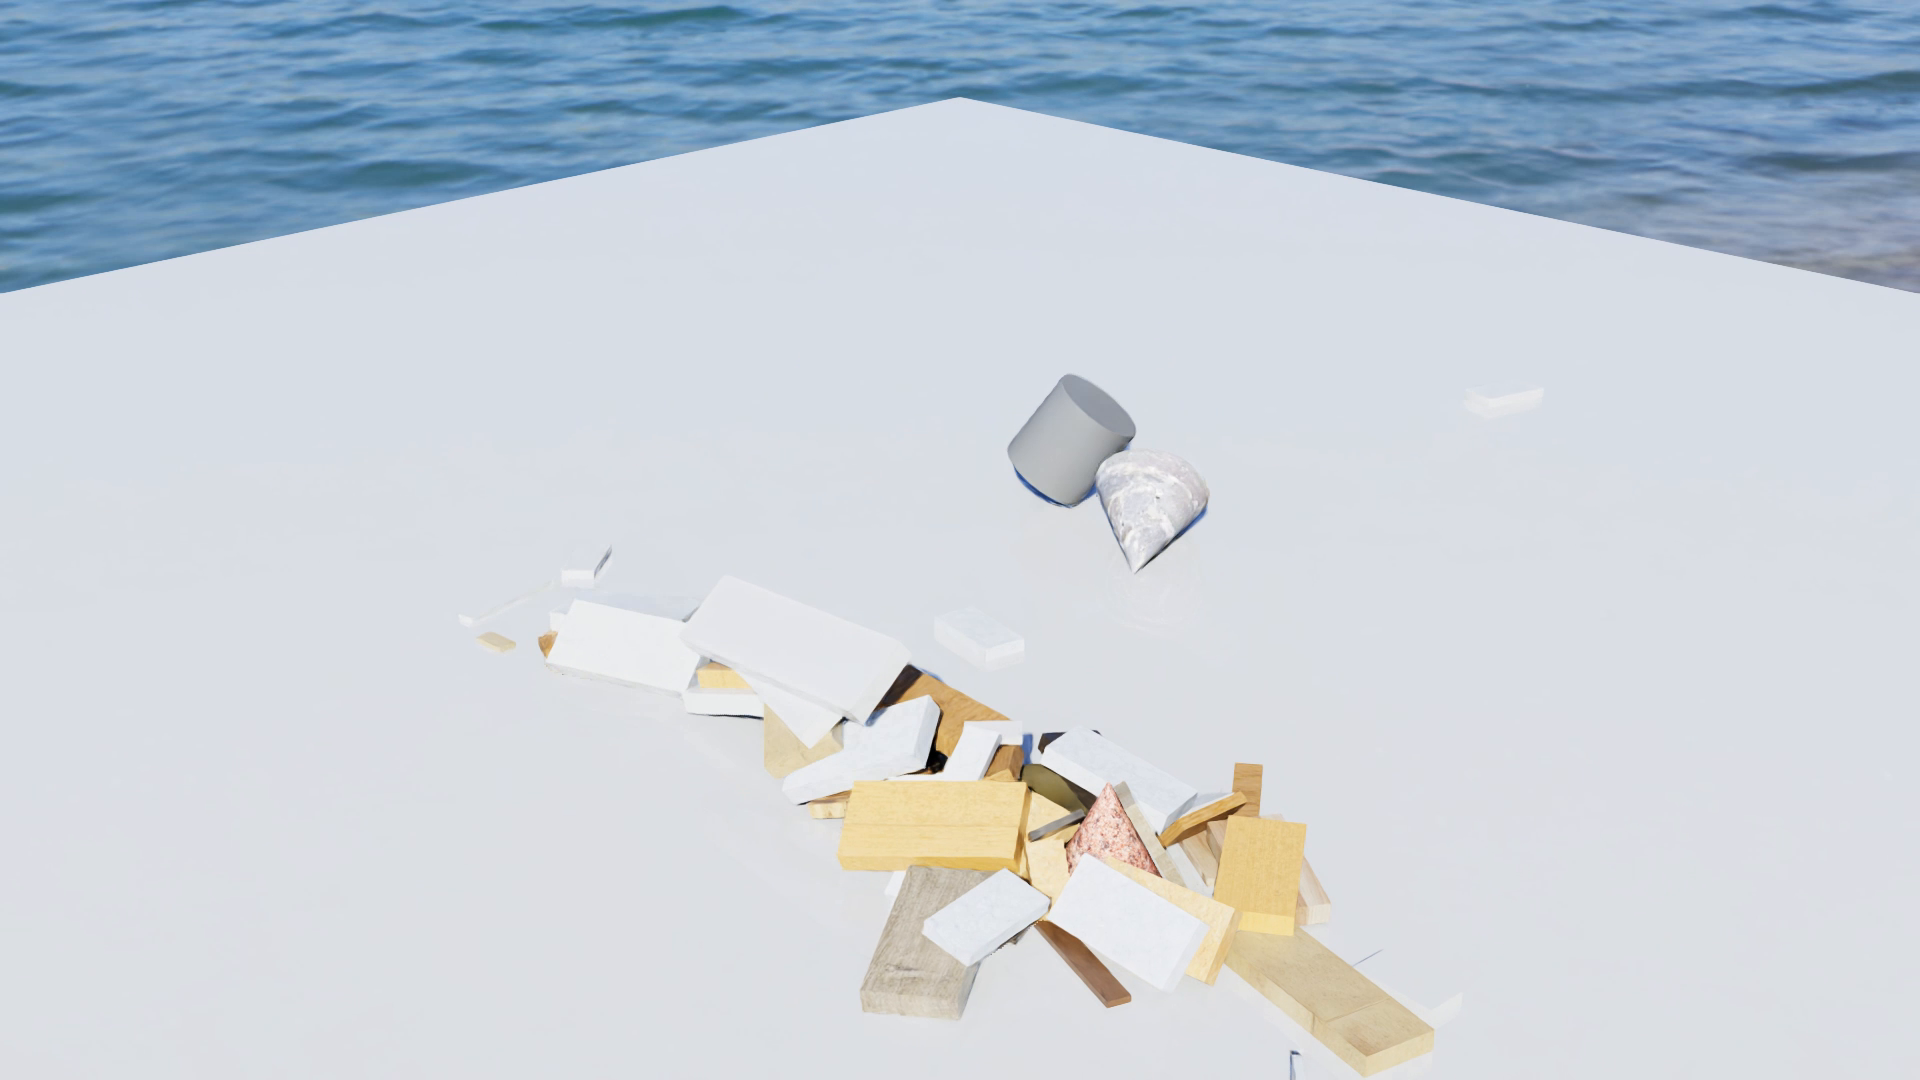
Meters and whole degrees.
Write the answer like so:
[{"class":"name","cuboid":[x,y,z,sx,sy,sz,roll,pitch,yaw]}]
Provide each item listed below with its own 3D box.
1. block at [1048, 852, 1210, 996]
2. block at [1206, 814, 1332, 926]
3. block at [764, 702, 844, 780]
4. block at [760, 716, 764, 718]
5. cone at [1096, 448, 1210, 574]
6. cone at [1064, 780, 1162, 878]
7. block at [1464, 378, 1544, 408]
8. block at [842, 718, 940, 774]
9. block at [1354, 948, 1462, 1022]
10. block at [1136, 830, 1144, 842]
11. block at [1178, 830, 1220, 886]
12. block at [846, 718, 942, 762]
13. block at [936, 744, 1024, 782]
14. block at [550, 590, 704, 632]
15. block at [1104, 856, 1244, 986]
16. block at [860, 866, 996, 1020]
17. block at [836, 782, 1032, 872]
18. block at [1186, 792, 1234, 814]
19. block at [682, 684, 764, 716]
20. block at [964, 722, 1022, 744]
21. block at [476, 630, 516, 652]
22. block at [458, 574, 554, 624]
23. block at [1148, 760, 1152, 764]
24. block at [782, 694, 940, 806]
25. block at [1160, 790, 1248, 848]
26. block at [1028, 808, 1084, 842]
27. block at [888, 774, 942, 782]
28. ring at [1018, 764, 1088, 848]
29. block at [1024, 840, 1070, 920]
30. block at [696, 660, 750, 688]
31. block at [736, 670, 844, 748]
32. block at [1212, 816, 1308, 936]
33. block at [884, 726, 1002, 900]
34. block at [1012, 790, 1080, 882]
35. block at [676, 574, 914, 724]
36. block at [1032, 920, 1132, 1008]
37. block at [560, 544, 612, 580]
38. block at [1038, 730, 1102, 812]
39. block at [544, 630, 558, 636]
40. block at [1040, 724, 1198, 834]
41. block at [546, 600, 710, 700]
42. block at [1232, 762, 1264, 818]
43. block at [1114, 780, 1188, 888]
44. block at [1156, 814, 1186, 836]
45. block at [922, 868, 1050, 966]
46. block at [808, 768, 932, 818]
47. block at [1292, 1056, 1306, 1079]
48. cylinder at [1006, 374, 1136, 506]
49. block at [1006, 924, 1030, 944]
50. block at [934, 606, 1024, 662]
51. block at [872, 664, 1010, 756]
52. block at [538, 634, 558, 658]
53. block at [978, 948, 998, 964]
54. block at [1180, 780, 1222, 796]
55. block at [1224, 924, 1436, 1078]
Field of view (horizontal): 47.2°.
[{"class":"block","cuboid":[0.300,0.687,3.951,0.279,0.139,0.040,26,-8,40]},{"class":"block","cuboid":[0.584,0.629,4.181,0.149,0.042,0.299,-6,28,-9]},{"class":"block","cuboid":[-0.327,0.329,4.547,0.160,0.045,0.320,-25,42,18]},{"class":"block","cuboid":[-0.415,0.368,4.835,0.070,0.020,0.140,-20,19,-37]},{"class":"cone","cuboid":[0.469,-0.023,5.643,0.299,0.299,0.299,6,50,13]},{"class":"cone","cuboid":[0.277,0.558,4.136,0.242,0.242,0.242,0,23,0]},{"class":"block","cuboid":[1.680,-0.453,6.788,0.219,0.031,0.109,-12,26,-26]},{"class":"block","cuboid":[-0.160,0.413,4.582,0.116,0.033,0.231,-22,56,-41]},{"class":"block","cuboid":[0.789,0.785,3.880,0.087,0.025,0.174,-18,29,-37]},{"class":"block","cuboid":[0.367,0.569,4.359,0.014,0.048,0.096,19,30,41]},{"class":"block","cuboid":[0.465,0.597,4.333,0.059,0.017,0.290,-6,24,-13]},{"class":"block","cuboid":[-0.152,0.379,4.571,0.231,0.033,0.116,43,43,23]},{"class":"block","cuboid":[-0.004,0.491,4.392,0.266,0.038,0.133,-24,15,16]},{"class":"block","cuboid":[-0.779,0.178,5.181,0.330,0.047,0.165,4,19,19]},{"class":"block","cuboid":[0.361,0.686,3.973,0.279,0.140,0.040,18,-10,36]},{"class":"block","cuboid":[-0.048,0.716,3.937,0.173,0.049,0.347,2,31,14]},{"class":"block","cuboid":[-0.048,0.546,4.194,0.347,0.049,0.173,-2,47,16]},{"class":"block","cuboid":[0.478,0.532,4.398,0.143,0.020,0.072,-12,2,-44]},{"class":"block","cuboid":[-0.429,0.330,4.791,0.330,0.047,0.165,-2,16,38]},{"class":"block","cuboid":[0.067,0.387,4.411,0.117,0.017,0.058,0,29,1]},{"class":"block","cuboid":[-1.094,0.240,5.179,0.091,0.013,0.045,18,29,37]},{"class":"block","cuboid":[-1.112,0.144,5.406,0.045,0.013,0.282,15,27,31]},{"class":"block","cuboid":[0.333,0.498,4.522,0.072,0.020,0.143,-18,9,38]},{"class":"block","cuboid":[-0.199,0.424,4.429,0.320,0.045,0.160,-19,34,28]},{"class":"block","cuboid":[0.476,0.549,4.317,0.174,0.087,0.025,-18,67,-35]},{"class":"block","cuboid":[0.181,0.539,4.134,0.110,0.016,0.055,-23,-15,-9]},{"class":"block","cuboid":[-0.082,0.490,4.318,0.117,0.017,0.059,-3,52,-3]},{"class":"ring","cuboid":[0.161,0.542,4.358,0.300,0.100,0.300,-1,24,0]},{"class":"block","cuboid":[0.167,0.633,4.096,0.073,0.021,0.147,-3,61,-11]},{"class":"block","cuboid":[-0.400,0.279,4.785,0.333,0.042,0.147,-2,16,38]},{"class":"block","cuboid":[-0.350,0.273,4.546,0.160,0.045,0.384,-44,40,-6]},{"class":"block","cuboid":[0.560,0.622,4.102,0.149,0.042,0.299,5,28,11]},{"class":"block","cuboid":[-0.030,0.530,4.253,0.073,0.021,0.409,10,52,24]},{"class":"block","cuboid":[0.091,0.595,4.172,0.133,0.038,0.266,26,56,37]},{"class":"block","cuboid":[-0.348,0.217,4.520,0.585,0.049,0.173,18,65,46]},{"class":"block","cuboid":[0.194,0.736,4.008,0.048,0.014,0.400,-10,25,-23]},{"class":"block","cuboid":[-0.951,0.055,5.601,0.084,0.024,0.167,3,23,6]},{"class":"block","cuboid":[0.277,0.471,4.355,0.133,0.038,0.266,0,31,-31]},{"class":"block","cuboid":[-0.940,0.234,5.193,0.045,0.013,0.091,-19,30,-38]},{"class":"block","cuboid":[0.312,0.464,4.302,0.279,0.040,0.140,28,28,22]},{"class":"block","cuboid":[-0.744,0.249,4.994,0.369,0.047,0.165,10,64,23]},{"class":"block","cuboid":[0.578,0.543,4.459,0.059,0.017,0.347,4,23,9]},{"class":"block","cuboid":[0.362,0.565,4.160,0.025,0.227,0.087,-30,24,3]},{"class":"block","cuboid":[0.405,0.567,4.319,0.048,0.096,0.014,-17,69,-35]},{"class":"block","cuboid":[0.048,0.671,3.920,0.109,0.031,0.219,31,38,30]},{"class":"block","cuboid":[-0.179,0.510,4.421,0.231,0.033,0.116,-7,23,28]},{"class":"block","cuboid":[0.553,0.895,3.581,0.016,0.055,0.110,1,23,3]},{"class":"cylinder","cuboid":[0.302,-0.270,5.950,0.251,0.251,0.251,32,24,-16]},{"class":"block","cuboid":[0.069,0.699,4.024,0.110,0.016,0.055,14,51,31]},{"class":"block","cuboid":[0.045,0.220,5.203,0.109,0.031,0.219,-15,27,-31]},{"class":"block","cuboid":[-0.058,0.352,4.522,0.293,0.042,0.147,26,35,32]},{"class":"block","cuboid":[-0.892,0.238,5.131,0.167,0.024,0.084,-9,21,-20]},{"class":"block","cuboid":[-0.003,0.749,3.967,0.073,0.021,0.147,17,28,31]},{"class":"block","cuboid":[0.473,0.519,4.515,0.119,0.017,0.059,7,24,16]},{"class":"block","cuboid":[0.633,0.791,3.842,0.149,0.042,0.408,-13,26,-28]}]
